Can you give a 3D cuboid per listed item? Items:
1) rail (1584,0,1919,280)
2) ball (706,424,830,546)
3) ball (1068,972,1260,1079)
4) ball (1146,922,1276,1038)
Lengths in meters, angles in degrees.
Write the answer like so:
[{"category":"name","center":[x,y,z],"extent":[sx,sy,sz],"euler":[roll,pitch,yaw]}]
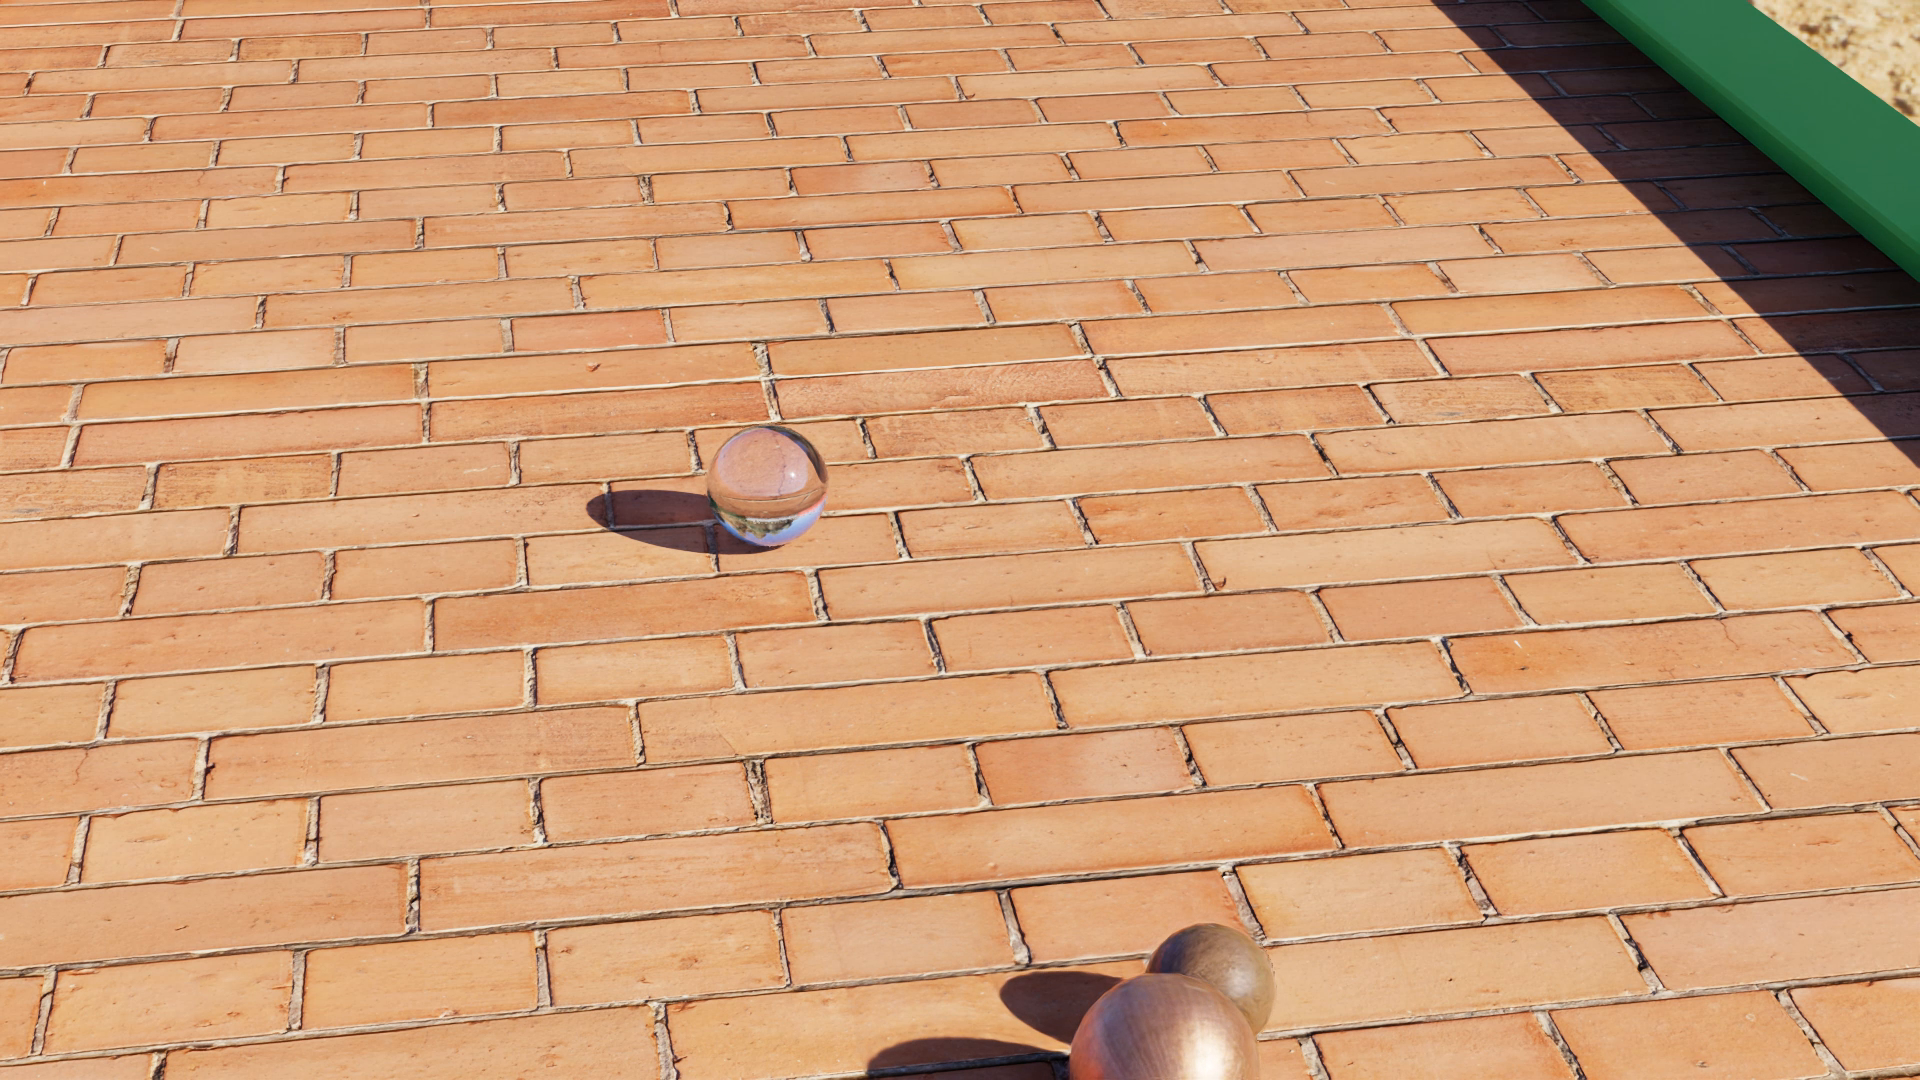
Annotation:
[{"category":"rail","center":[0.689,-0.427,2.664],"extent":[0.045,0.116,3.154],"euler":[-4,27,-8]},{"category":"ball","center":[-0.127,-0.036,1.936],"extent":[0.081,0.081,0.081],"euler":[0,27,0]},{"category":"ball","center":[0.095,0.247,1.371],"extent":[0.089,0.089,0.089],"euler":[0,27,0]},{"category":"ball","center":[0.123,0.221,1.448],"extent":[0.065,0.065,0.065],"euler":[0,27,0]}]
